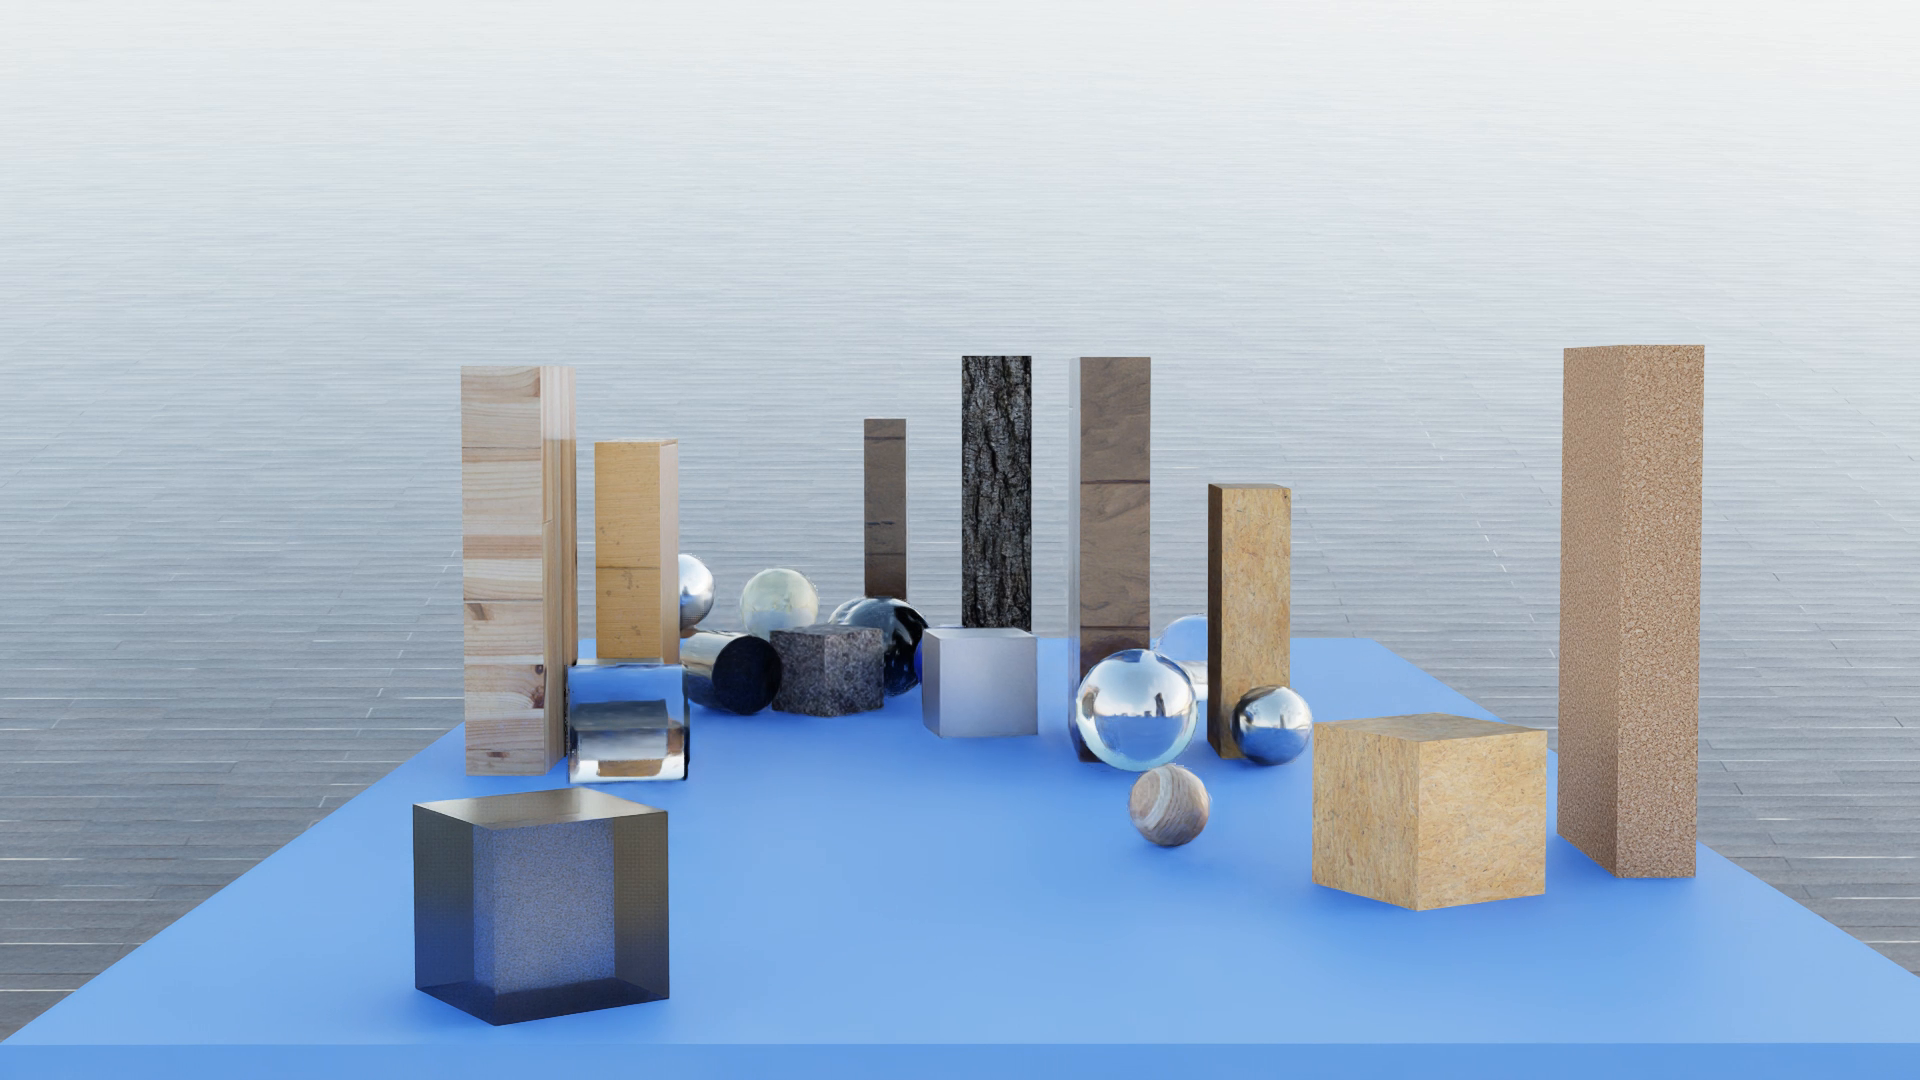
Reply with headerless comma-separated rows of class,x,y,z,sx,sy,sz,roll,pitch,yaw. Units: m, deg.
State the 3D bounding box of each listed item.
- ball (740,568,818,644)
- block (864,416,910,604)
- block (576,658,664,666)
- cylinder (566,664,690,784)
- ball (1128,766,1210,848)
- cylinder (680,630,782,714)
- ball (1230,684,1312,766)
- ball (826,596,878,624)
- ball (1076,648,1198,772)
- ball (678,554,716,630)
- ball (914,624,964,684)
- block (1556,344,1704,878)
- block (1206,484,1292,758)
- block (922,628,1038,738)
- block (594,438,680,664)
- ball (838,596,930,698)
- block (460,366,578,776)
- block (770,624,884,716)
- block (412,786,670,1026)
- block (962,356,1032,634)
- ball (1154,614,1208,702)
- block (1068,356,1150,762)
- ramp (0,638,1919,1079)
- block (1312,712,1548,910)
ball,-0.448,0.165,6.346,0.194,0.194,0.194,0,20,0
block,-0.162,0.013,5.726,0.090,0.572,0.356,0,4,0
block,-0.604,0.295,4.573,0.153,0.153,0.153,-1,4,-8
cylinder,-0.544,0.300,4.194,0.190,0.190,0.190,-1,20,-11
ball,0.294,0.374,3.605,0.114,0.114,0.114,0,20,0
cylinder,-0.459,0.261,5.095,0.155,0.155,0.155,-13,10,-32
ball,0.529,0.315,4.372,0.137,0.137,0.137,0,20,0
ball,-0.194,0.217,5.461,0.196,0.196,0.196,0,20,0
ball,0.295,0.285,4.296,0.206,0.206,0.206,0,20,0
ball,-0.751,0.138,6.820,0.202,0.202,0.202,0,20,0
ball,-0.019,0.241,5.080,0.147,0.147,0.147,0,20,0
block,0.916,0.085,3.525,0.105,0.700,0.334,0,4,0
block,0.510,0.138,4.554,0.118,0.468,0.248,0,4,0
block,0.036,0.265,4.810,0.182,0.182,0.182,-1,4,-11
block,-0.601,0.085,4.800,0.118,0.543,0.308,0,4,0
ball,-0.158,0.220,5.263,0.207,0.207,0.207,0,20,0
block,-0.756,0.040,4.436,0.131,0.679,0.391,0,4,0
block,-0.265,0.257,5.114,0.159,0.159,0.159,3,6,44
block,-0.447,0.384,2.737,0.201,0.201,0.201,-3,4,-35
block,0.073,-0.027,5.314,0.139,0.704,0.361,0,4,0
ball,0.483,0.241,5.234,0.177,0.177,0.177,0,20,0
block,0.264,0.021,4.606,0.119,0.694,0.445,0,4,0
ramp,0.047,0.424,4.534,2.000,0.100,4.000,0,4,0
block,0.602,0.344,3.304,0.210,0.210,0.210,-2,4,-30
